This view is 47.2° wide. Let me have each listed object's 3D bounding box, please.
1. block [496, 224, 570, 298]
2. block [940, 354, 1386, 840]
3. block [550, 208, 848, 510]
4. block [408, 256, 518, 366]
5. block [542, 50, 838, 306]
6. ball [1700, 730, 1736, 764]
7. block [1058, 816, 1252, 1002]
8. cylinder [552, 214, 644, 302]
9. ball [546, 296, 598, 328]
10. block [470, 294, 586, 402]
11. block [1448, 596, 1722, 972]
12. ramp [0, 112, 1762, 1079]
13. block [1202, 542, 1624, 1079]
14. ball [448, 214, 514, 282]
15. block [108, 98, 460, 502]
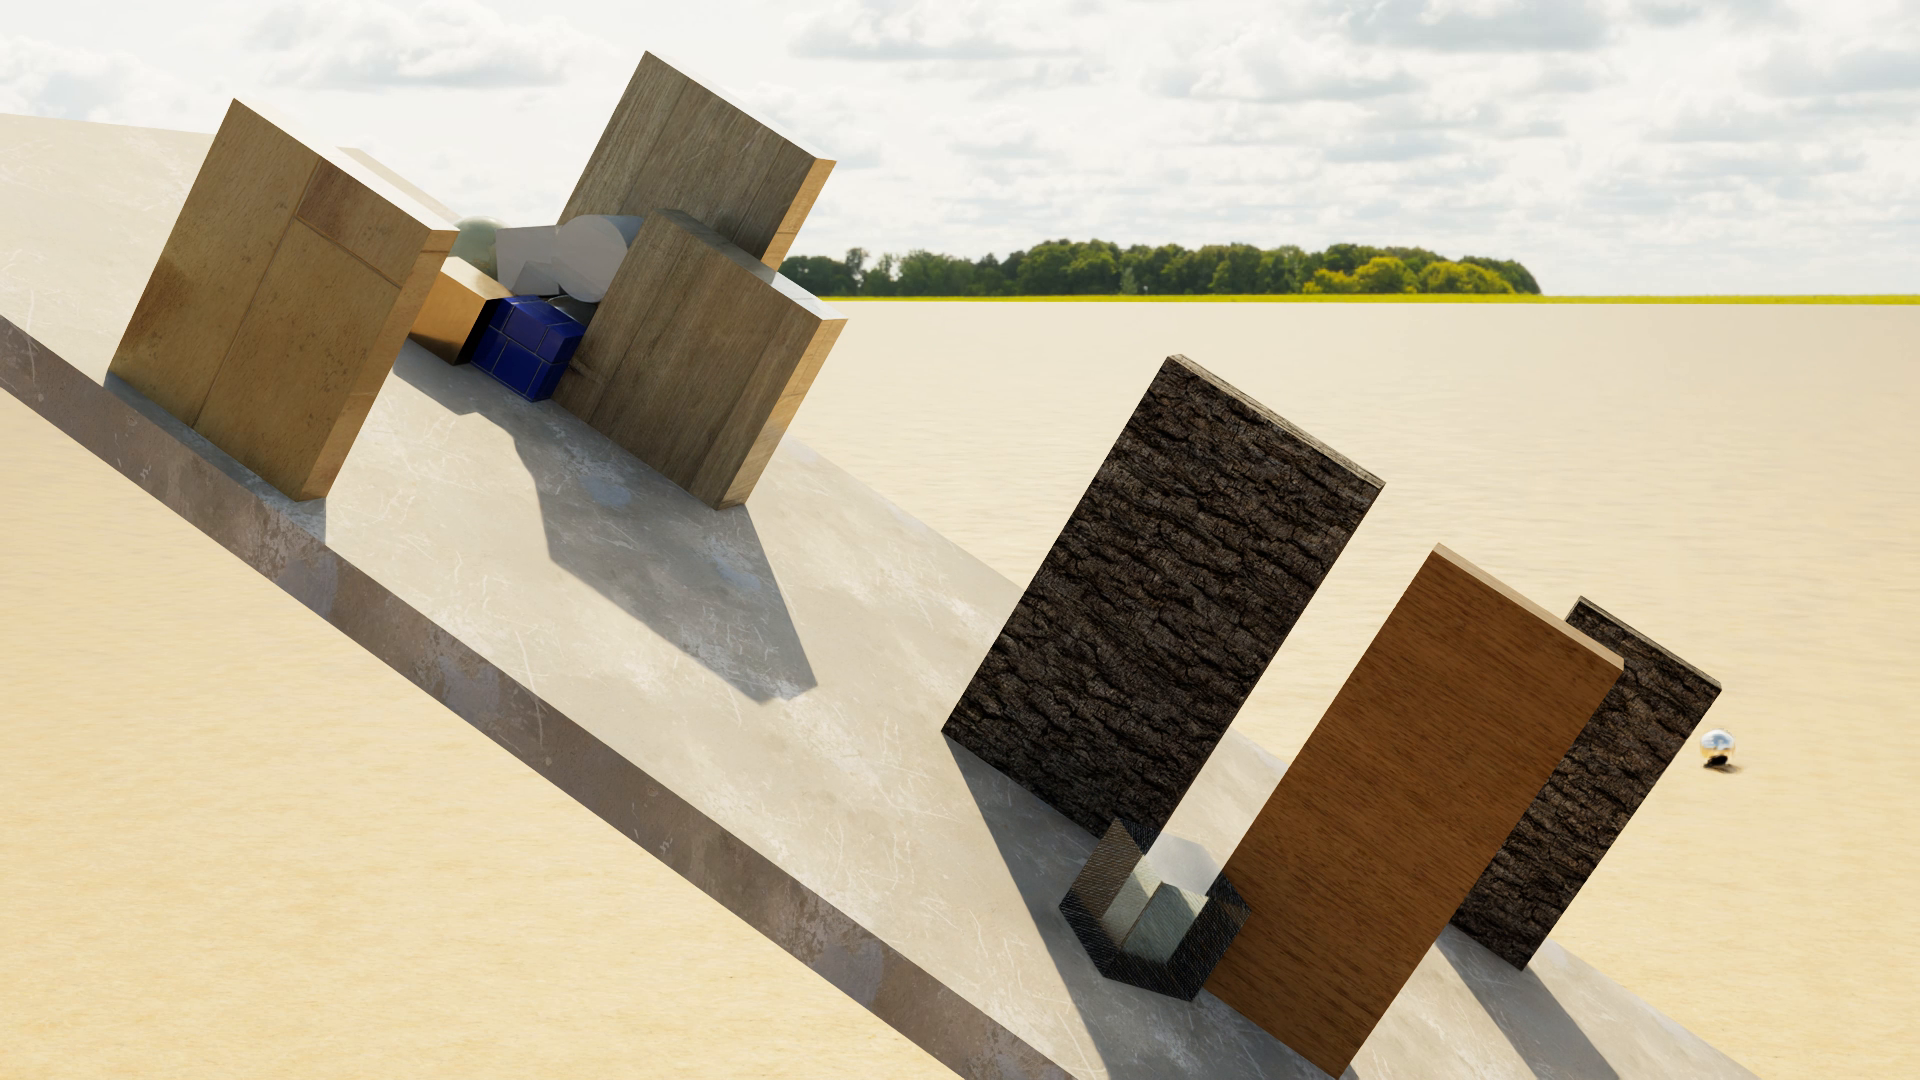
[{"bbox_3d":[-0.871,-0.582,4.612,0.142,0.142,0.142,-1,5,20],"label":"block"},{"bbox_3d":[0.350,0.122,3.865,0.422,0.788,0.123,34,15,11],"label":"block"},{"bbox_3d":[-0.527,-0.366,4.439,0.422,0.445,0.149,34,15,11],"label":"block"},{"bbox_3d":[-1.006,-0.457,4.384,0.152,0.152,0.152,32,15,6],"label":"block"},{"bbox_3d":[-0.621,-0.629,4.677,0.441,0.670,0.123,34,15,11],"label":"block"},{"bbox_3d":[2.869,0.785,8.331,0.130,0.130,0.130,0,7,0],"label":"ball"},{"bbox_3d":[0.305,0.581,3.463,0.182,0.182,0.182,22,17,-30],"label":"block"},{"bbox_3d":[-0.723,-0.583,4.552,0.177,0.177,0.177,2,8,19],"label":"cylinder"},{"bbox_3d":[-0.818,-0.424,4.597,0.175,0.175,0.175,0,7,0],"label":"ball"},{"bbox_3d":[-0.862,-0.387,4.437,0.151,0.151,0.151,32,15,7],"label":"block"},{"bbox_3d":[1.200,0.495,4.462,0.320,0.703,0.085,34,15,11],"label":"block"},{"bbox_3d":[-0.166,0.273,4.118,4.000,0.100,2.000,34,15,11],"label":"ramp"},{"bbox_3d":[0.675,0.430,3.469,0.332,0.795,0.108,34,15,11],"label":"block"},{"bbox_3d":[-1.023,-0.593,4.700,0.203,0.203,0.203,0,7,0],"label":"ball"},{"bbox_3d":[-1.040,-0.366,3.369,0.385,0.480,0.082,34,15,11],"label":"block"}]
